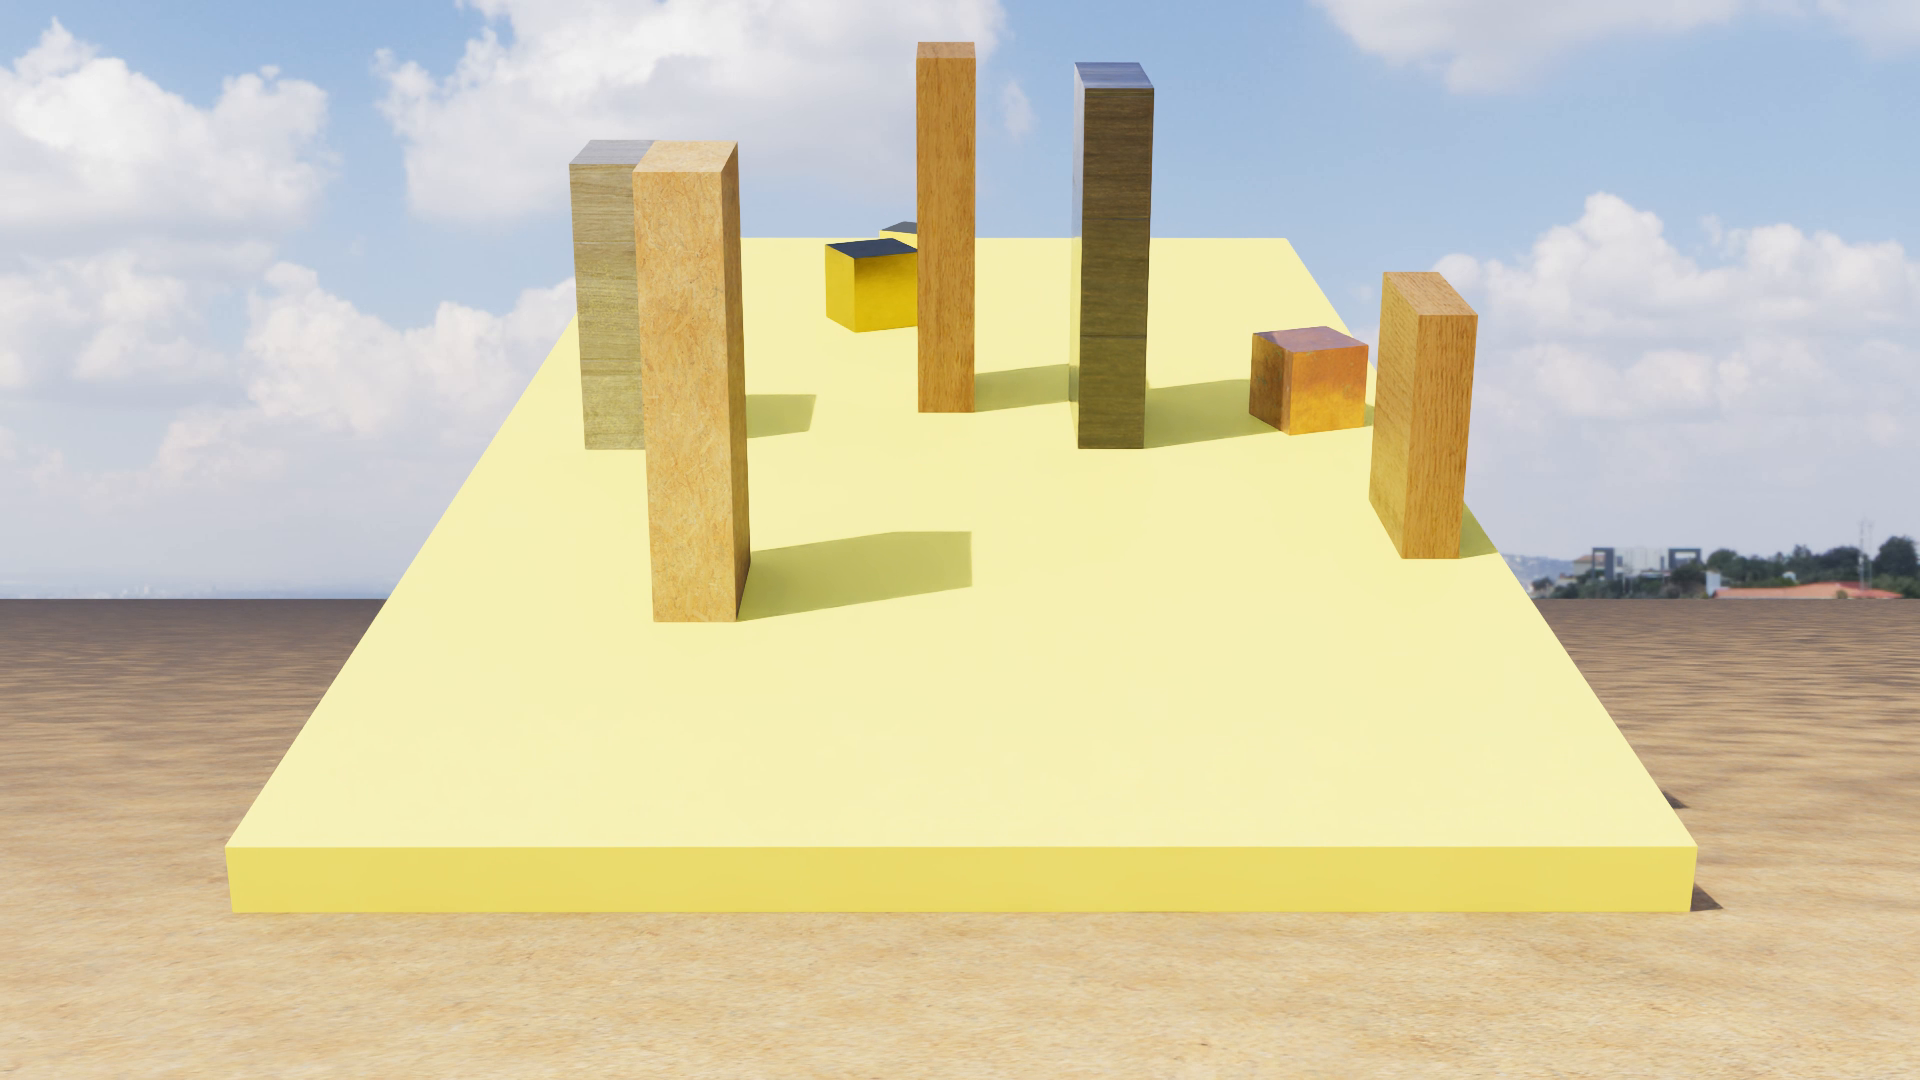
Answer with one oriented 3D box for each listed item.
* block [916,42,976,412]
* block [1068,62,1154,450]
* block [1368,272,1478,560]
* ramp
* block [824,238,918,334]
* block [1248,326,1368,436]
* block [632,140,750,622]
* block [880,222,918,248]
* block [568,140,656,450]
[{"bbox_3d":[-0.031,-0.700,5.054,0.127,0.783,0.278,0,19,0],"label":"block"},{"bbox_3d":[0.320,-0.616,4.853,0.140,0.759,0.394,0,19,0],"label":"block"},{"bbox_3d":[0.864,-0.239,4.238,0.105,0.460,0.348,0,19,0],"label":"block"},{"bbox_3d":[-0.005,-0.202,4.969,2.000,0.100,4.000,0,19,0],"label":"ramp"},{"bbox_3d":[-0.221,-0.659,5.824,0.192,0.192,0.192,-9,21,-24],"label":"block"},{"bbox_3d":[0.766,-0.353,4.971,0.185,0.185,0.185,-7,21,-20],"label":"block"},{"bbox_3d":[-0.452,-0.272,3.860,0.141,0.770,0.300,0,19,0],"label":"block"},{"bbox_3d":[-0.125,-0.796,6.282,0.146,0.146,0.146,9,21,25],"label":"block"},{"bbox_3d":[-0.721,-0.527,4.825,0.148,0.607,0.300,0,19,0],"label":"block"}]
